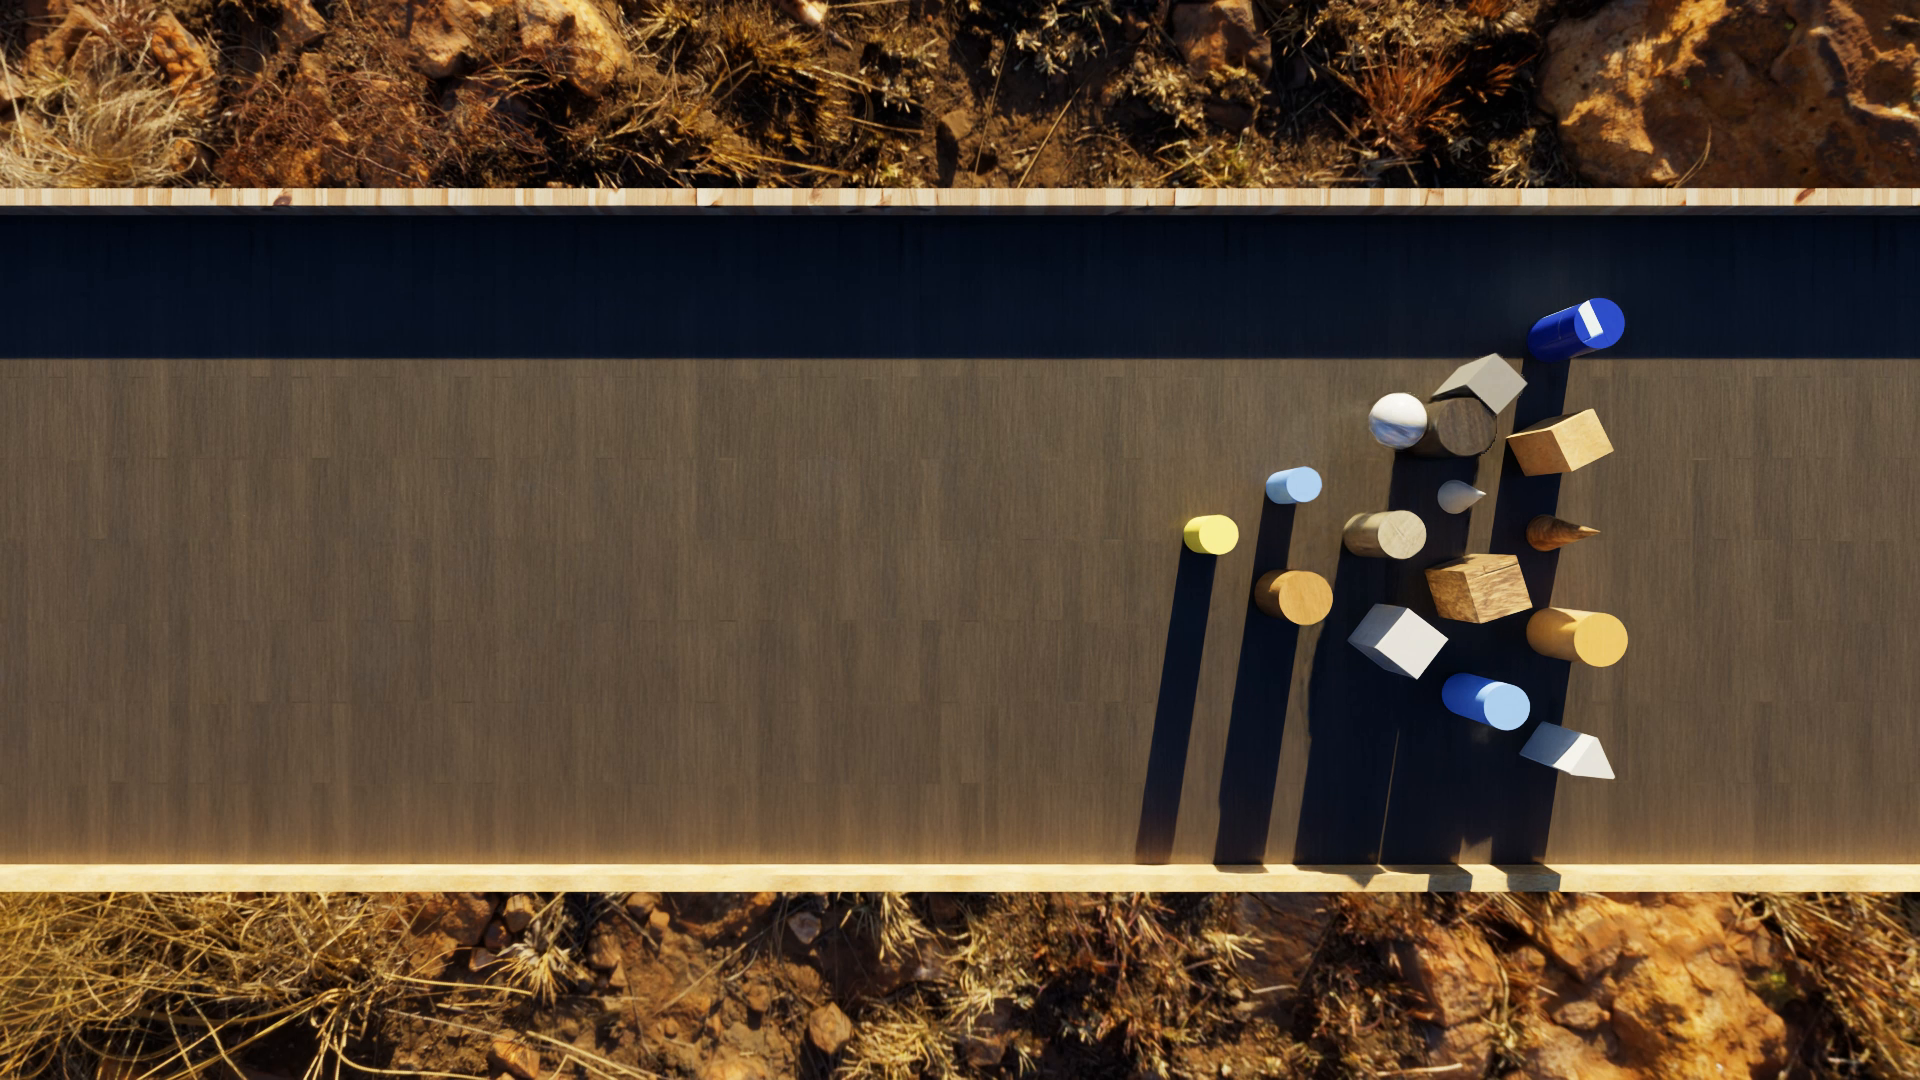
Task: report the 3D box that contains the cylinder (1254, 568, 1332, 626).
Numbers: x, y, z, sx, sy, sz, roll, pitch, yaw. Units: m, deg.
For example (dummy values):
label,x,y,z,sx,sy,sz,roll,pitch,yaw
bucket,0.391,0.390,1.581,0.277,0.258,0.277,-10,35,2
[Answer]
label,x,y,z,sx,sy,sz,roll,pitch,yaw
cylinder,0.982,0.165,4.881,0.153,0.392,0.153,0,90,0

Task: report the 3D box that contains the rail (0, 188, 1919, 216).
label,x,y,z,sx,sy,sz,roll,pitch,yaw
rail,-2.247,-1.025,5.002,12.000,0.150,0.050,0,90,0

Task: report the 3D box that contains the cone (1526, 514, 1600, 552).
label,x,y,z,sx,sy,sz,roll,pitch,yaw
cone,1.799,-0.022,4.848,0.115,0.457,0.115,0,90,0

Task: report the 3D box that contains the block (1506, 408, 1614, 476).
label,x,y,z,sx,sy,sz,roll,pitch,yaw
block,1.771,-0.284,4.883,0.133,0.386,0.133,-26,90,0

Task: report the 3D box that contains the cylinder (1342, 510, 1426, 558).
label,x,y,z,sx,sy,sz,roll,pitch,yaw
cylinder,1.246,-0.015,4.863,0.136,0.427,0.136,0,90,0

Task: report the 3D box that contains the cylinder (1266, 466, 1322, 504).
label,x,y,z,sx,sy,sz,roll,pitch,yaw
cylinder,0.991,-0.160,4.914,0.101,0.325,0.101,0,90,0

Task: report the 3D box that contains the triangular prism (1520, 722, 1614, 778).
label,x,y,z,sx,sy,sz,roll,pitch,yaw
triangular prism,1.789,0.612,4.865,0.126,0.423,0.109,6,90,0

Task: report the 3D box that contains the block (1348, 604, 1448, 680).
label,x,y,z,sx,sy,sz,roll,pitch,yaw
block,1.292,0.296,4.892,0.146,0.368,0.146,38,90,0

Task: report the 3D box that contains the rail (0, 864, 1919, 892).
label,x,y,z,sx,sy,sz,roll,pitch,yaw
rail,-2.247,1.025,5.001,12.000,0.150,0.050,0,90,0

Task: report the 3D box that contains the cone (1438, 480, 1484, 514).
label,x,y,z,sx,sy,sz,roll,pitch,yaw
cone,1.522,-0.133,4.923,0.105,0.307,0.105,0,90,0

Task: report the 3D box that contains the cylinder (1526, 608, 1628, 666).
label,x,y,z,sx,sy,sz,roll,pitch,yaw
cylinder,1.818,0.283,4.878,0.152,0.397,0.152,0,90,0

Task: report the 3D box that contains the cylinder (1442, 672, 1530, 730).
label,x,y,z,sx,sy,sz,roll,pitch,yaw
cylinder,1.548,0.473,4.872,0.130,0.410,0.130,0,90,0

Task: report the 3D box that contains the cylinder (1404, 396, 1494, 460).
label,x,y,z,sx,sy,sz,roll,pitch,yaw
cylinder,1.446,-0.329,4.909,0.171,0.323,0.171,0,91,-4

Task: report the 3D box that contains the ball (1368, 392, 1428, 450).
label,x,y,z,sx,sy,sz,roll,pitch,yaw
ball,1.279,-0.347,4.816,0.165,0.165,0.165,0,90,0

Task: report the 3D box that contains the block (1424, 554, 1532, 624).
label,x,y,z,sx,sy,sz,roll,pitch,yaw
block,1.525,0.140,4.874,0.155,0.405,0.155,-18,90,0

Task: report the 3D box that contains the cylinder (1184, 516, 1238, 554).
label,x,y,z,sx,sy,sz,roll,pitch,yaw
cylinder,0.744,-0.015,4.909,0.113,0.336,0.113,0,90,0

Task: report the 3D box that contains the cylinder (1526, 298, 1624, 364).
label,x,y,z,sx,sy,sz,roll,pitch,yaw
cylinder,1.816,-0.615,4.880,0.144,0.393,0.144,0,90,0

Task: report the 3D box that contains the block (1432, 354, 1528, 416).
label,x,y,z,sx,sy,sz,roll,pitch,yaw
block,1.541,-0.446,4.911,0.127,0.328,0.127,44,88,0
